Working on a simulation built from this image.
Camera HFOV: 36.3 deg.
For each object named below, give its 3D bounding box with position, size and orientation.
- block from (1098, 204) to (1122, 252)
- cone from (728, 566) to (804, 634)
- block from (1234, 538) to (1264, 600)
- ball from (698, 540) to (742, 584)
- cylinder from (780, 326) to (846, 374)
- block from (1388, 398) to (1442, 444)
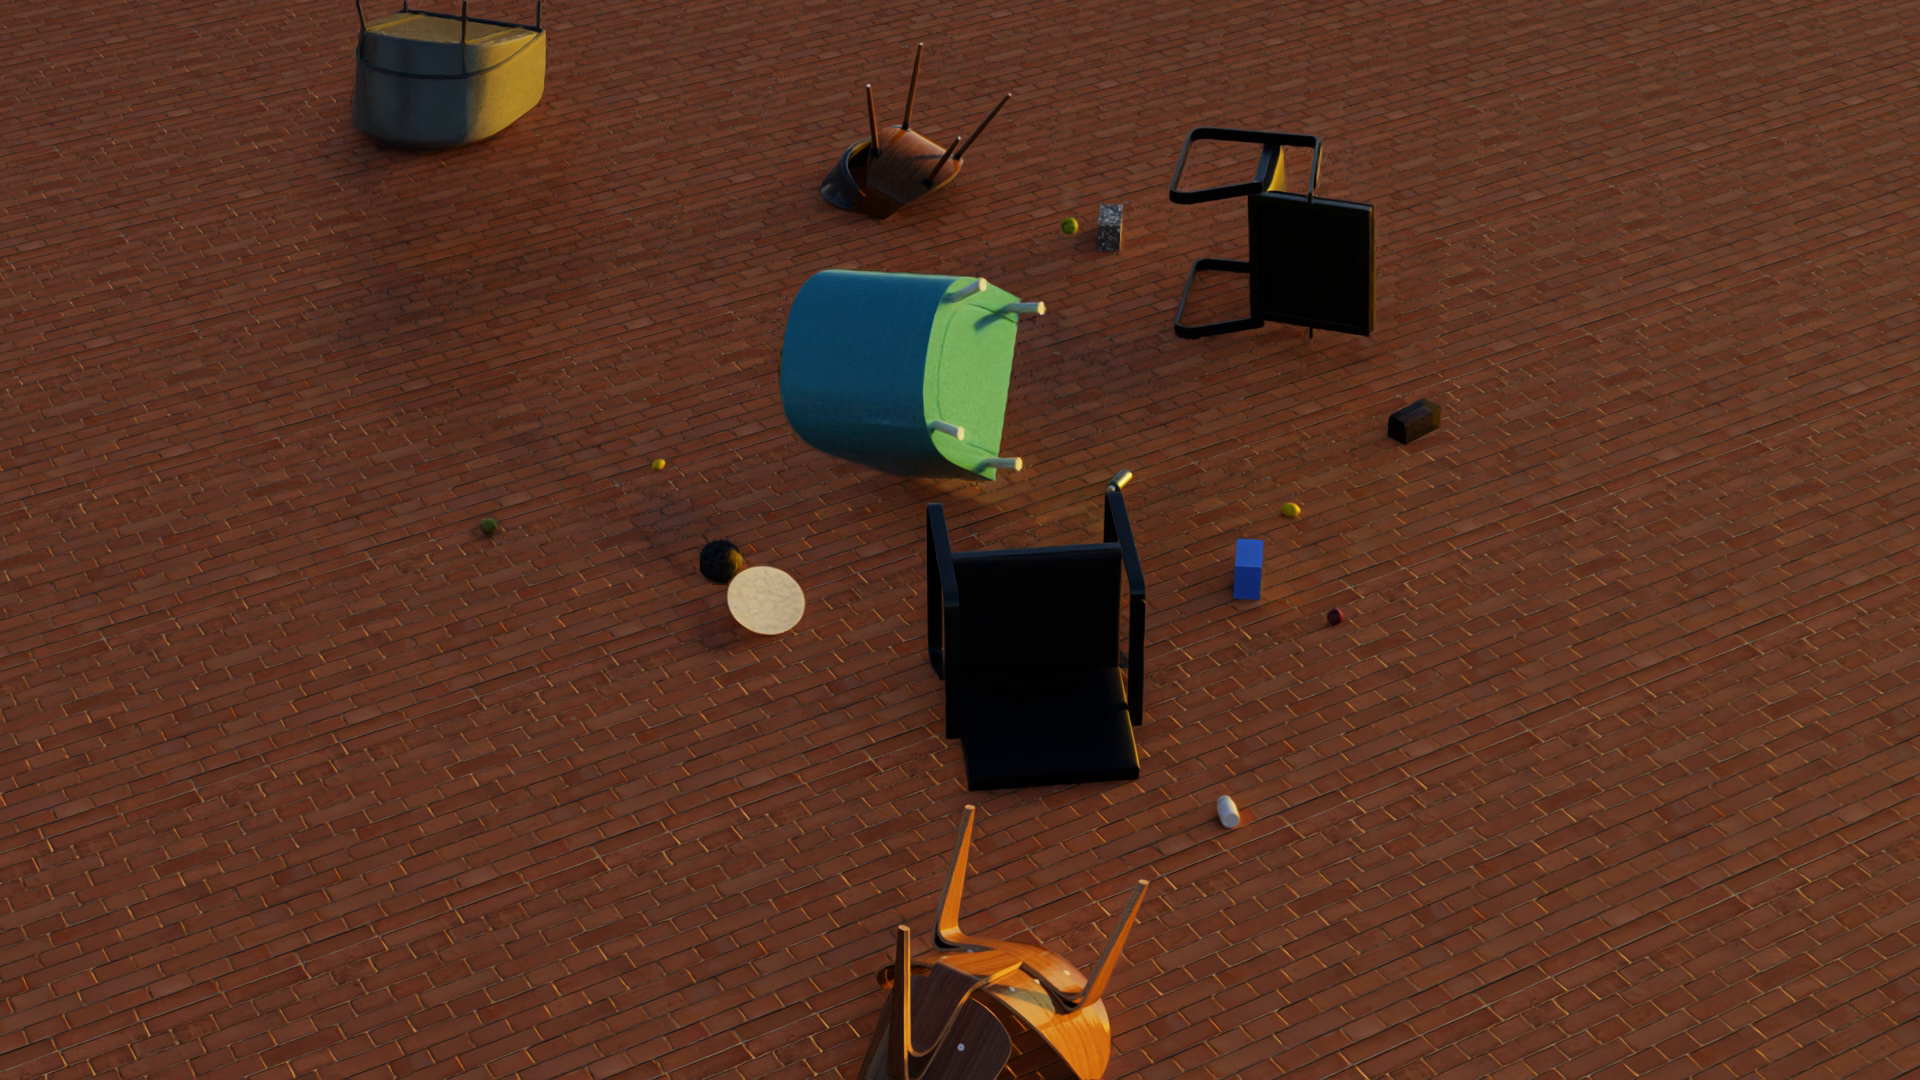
[{"bbox_3d":[0.661,-1.377,12.918,0.099,0.127,0.209,3,34,5],"label":"block"},{"bbox_3d":[-0.752,0.227,10.497,0.331,0.244,0.212,7,-11,-37],"label":"cone"},{"bbox_3d":[1.048,0.107,10.653,0.096,0.143,0.181,4,34,6],"label":"block"},{"bbox_3d":[-0.872,0.078,10.682,0.158,0.158,0.158,0,33,0],"label":"ball"},{"bbox_3d":[-0.601,-0.780,12.026,0.256,0.113,0.116,-27,56,-35],"label":"cylinder"},{"bbox_3d":[1.794,-0.468,11.570,0.205,0.094,0.093,-26,41,-33],"label":"block"}]
